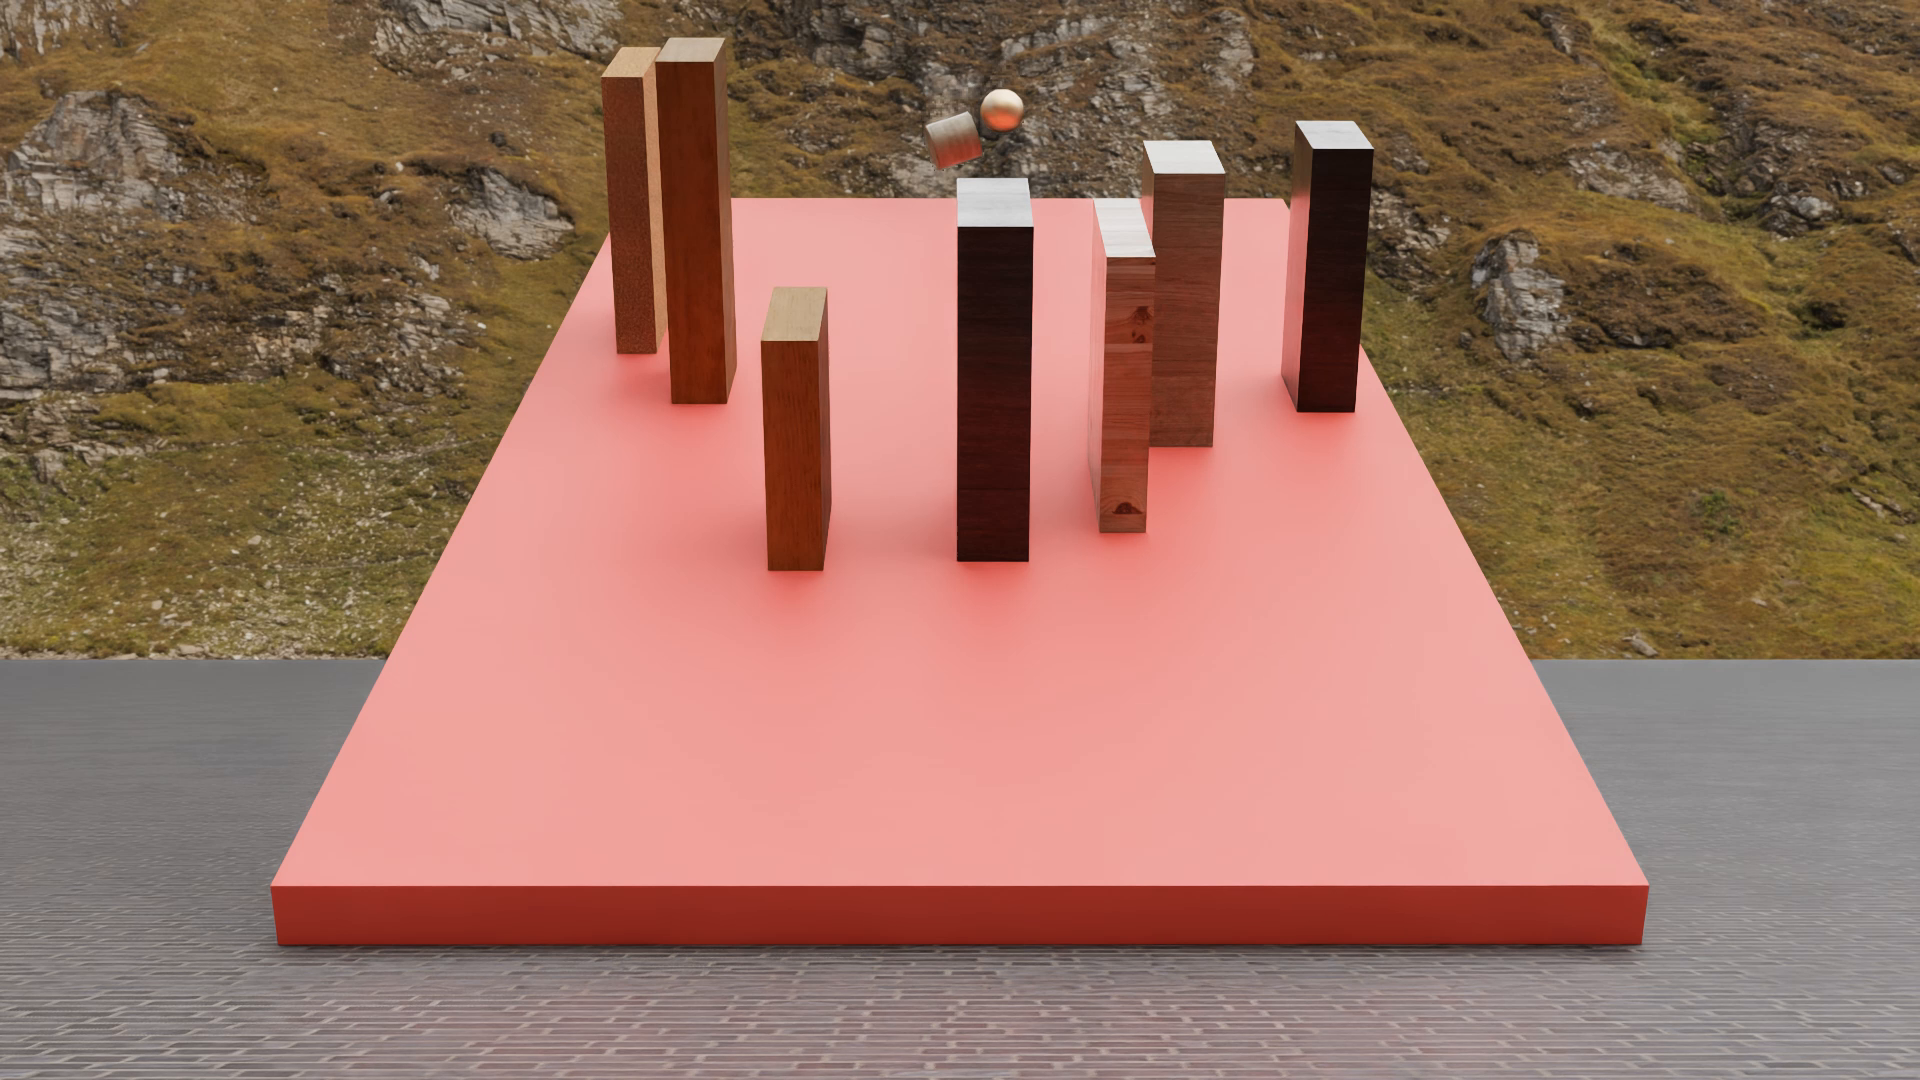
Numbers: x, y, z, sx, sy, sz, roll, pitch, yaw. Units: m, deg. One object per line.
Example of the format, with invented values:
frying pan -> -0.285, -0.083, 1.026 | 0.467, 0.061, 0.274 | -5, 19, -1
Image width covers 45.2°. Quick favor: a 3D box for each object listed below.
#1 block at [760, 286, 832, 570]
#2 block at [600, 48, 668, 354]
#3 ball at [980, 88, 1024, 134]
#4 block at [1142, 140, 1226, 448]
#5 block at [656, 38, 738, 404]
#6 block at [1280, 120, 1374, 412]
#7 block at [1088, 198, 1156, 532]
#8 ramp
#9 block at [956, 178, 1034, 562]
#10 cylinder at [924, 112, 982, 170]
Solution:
block -> -0.314, -0.220, 4.473 | 0.105, 0.460, 0.348 | 0, 23, 0
block -> -0.788, -0.836, 5.665 | 0.097, 0.675, 0.365 | 0, 23, 0
ball -> 0.128, -1.297, 6.973 | 0.131, 0.131, 0.131 | 0, -3, 0
block -> 0.477, -0.540, 5.052 | 0.148, 0.607, 0.300 | 0, 23, 0
block -> -0.597, -0.726, 5.263 | 0.127, 0.783, 0.278 | 0, 23, 0
block -> 0.831, -0.623, 5.251 | 0.132, 0.607, 0.275 | 0, 23, 0
block -> 0.322, -0.360, 4.676 | 0.093, 0.565, 0.444 | 0, 23, 0
ramp -> -0.007, -0.224, 5.210 | 2.000, 0.100, 4.000 | 0, 23, 0
block -> 0.063, -0.334, 4.484 | 0.138, 0.662, 0.364 | 0, 23, 0
cylinder -> -0.021, -1.179, 6.814 | 0.135, 0.135, 0.135 | -19, -1, -5
